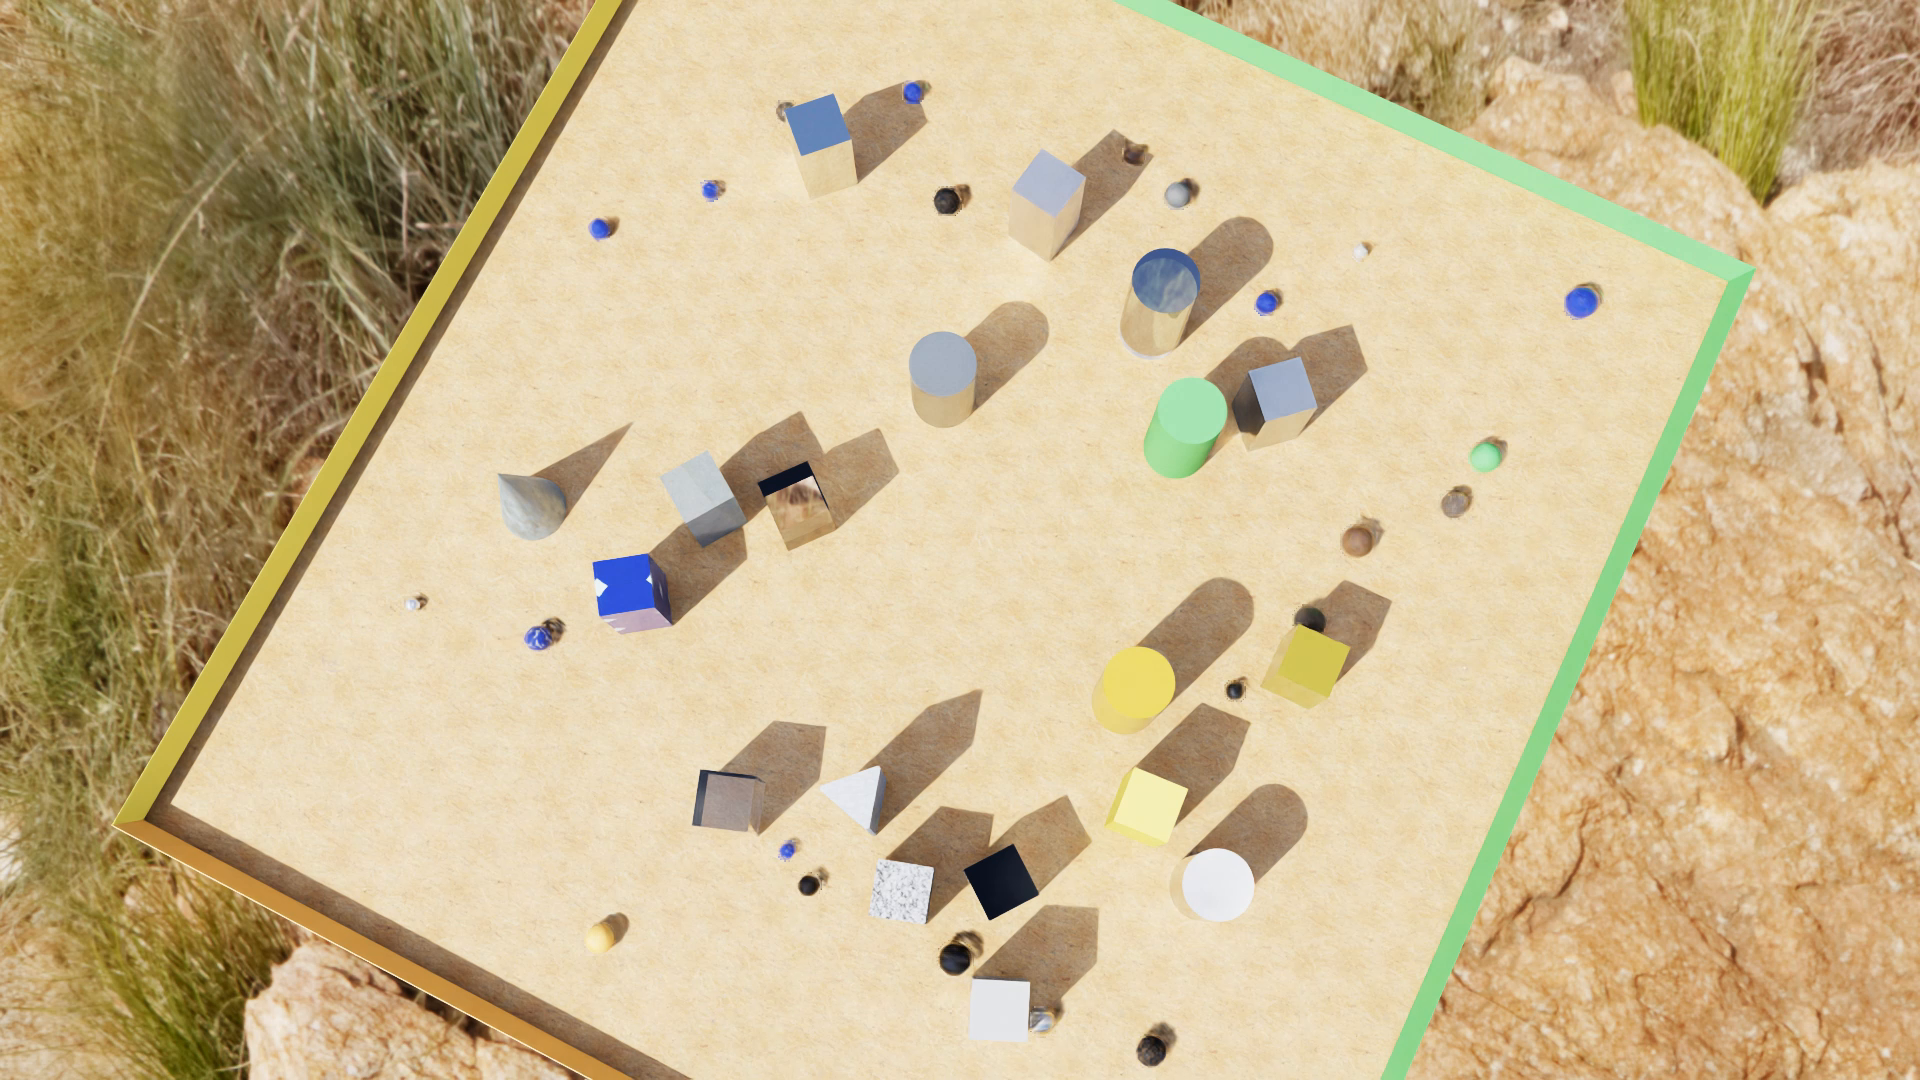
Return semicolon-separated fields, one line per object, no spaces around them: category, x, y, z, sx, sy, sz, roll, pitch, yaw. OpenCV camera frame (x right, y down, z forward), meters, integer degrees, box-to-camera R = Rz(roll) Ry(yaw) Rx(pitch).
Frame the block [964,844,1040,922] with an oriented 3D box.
block;0.117;0.989;5.283;0.160;0.253;0.160;-27;80;-5

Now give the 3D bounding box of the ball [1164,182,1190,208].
ball;0.689;-1.093;5.801;0.083;0.083;0.083;0;78;0

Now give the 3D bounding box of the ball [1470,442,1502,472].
ball;1.613;-0.253;5.622;0.092;0.092;0.092;0;78;0

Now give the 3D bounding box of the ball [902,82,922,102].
ball;-0.152;-1.438;5.882;0.063;0.063;0.063;0;78;0

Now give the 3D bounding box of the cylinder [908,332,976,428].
cylinder;-0.050;-0.480;5.537;0.200;0.351;0.200;0;78;0

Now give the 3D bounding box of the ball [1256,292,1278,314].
ball;0.960;-0.742;5.735;0.068;0.068;0.068;0;78;0

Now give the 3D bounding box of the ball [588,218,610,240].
ball;-1.140;-0.982;5.786;0.067;0.067;0.067;0;78;0

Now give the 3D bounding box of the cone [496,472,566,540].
cone;-1.310;-0.143;5.410;0.200;0.462;0.200;0;78;0

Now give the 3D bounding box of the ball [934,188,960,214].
ball;-0.040;-1.072;5.794;0.086;0.086;0.086;0;78;0

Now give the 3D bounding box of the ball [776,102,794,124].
ball;-0.555;-1.369;5.865;0.068;0.068;0.068;0;78;0

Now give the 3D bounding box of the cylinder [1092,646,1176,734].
cylinder;0.495;0.440;5.292;0.200;0.458;0.200;0;78;0

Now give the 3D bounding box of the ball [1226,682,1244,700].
ball;0.823;0.454;5.494;0.055;0.055;0.055;0;78;0

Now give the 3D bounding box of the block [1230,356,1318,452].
block;0.942;-0.404;5.518;0.160;0.358;0.160;-16;79;-3

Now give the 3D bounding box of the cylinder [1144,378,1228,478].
cylinder;0.667;-0.329;5.468;0.200;0.424;0.200;0;78;0

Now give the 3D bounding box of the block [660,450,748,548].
block;-0.759;-0.118;5.459;0.160;0.356;0.160;-30;80;-6

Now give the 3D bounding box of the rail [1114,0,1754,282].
rail;0.822;-1.603;5.881;3.639;0.130;0.045;26;80;5

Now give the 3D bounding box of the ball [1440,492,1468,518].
ball;1.510;-0.106;5.596;0.083;0.083;0.083;0;78;0

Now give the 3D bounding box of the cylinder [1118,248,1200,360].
cylinder;0.598;-0.707;5.534;0.200;0.449;0.200;0;78;0

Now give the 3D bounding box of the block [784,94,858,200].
block;-0.429;-1.218;5.694;0.160;0.343;0.160;-20;79;-4

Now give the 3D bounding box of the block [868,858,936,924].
block;-0.165;1.013;5.271;0.160;0.266;0.160;9;78;2

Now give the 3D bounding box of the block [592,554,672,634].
block;-0.963;0.162;5.410;0.160;0.340;0.160;-9;78;-2

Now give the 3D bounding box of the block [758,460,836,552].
block;-0.485;-0.099;5.486;0.160;0.296;0.160;-24;79;-5

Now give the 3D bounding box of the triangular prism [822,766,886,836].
triangular prism;-0.270;0.723;5.244;0.173;0.437;0.150;40;81;8

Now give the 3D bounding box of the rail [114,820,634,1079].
rail;-0.822;1.617;5.214;3.639;0.130;0.045;26;80;5

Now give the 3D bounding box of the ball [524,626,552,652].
ball;-1.270;0.297;5.515;0.079;0.079;0.079;0;78;0

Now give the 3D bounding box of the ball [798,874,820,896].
ball;-0.444;1.014;5.374;0.063;0.063;0.063;0;78;0

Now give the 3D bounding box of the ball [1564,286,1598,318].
ball;1.941;-0.742;5.719;0.100;0.100;0.100;0;78;0

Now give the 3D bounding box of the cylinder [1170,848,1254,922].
cylinder;0.716;0.990;5.242;0.200;0.332;0.200;0;78;0

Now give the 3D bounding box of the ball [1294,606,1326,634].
ball;1.052;0.248;5.516;0.097;0.097;0.097;0;78;0

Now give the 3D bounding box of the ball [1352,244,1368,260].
ball;1.263;-0.909;5.781;0.046;0.046;0.046;0;78;0

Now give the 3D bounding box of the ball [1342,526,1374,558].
ball;1.208;0.005;5.566;0.098;0.098;0.098;0;78;0

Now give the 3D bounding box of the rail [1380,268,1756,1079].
rail;1.606;0.793;5.385;0.045;0.130;3.725;26;80;5

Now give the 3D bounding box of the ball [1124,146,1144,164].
ball;0.552;-1.227;5.839;0.061;0.061;0.061;0;78;0

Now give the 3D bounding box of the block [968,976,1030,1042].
block;0.108;1.321;5.174;0.160;0.331;0.160;3;78;1

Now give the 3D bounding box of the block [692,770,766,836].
block;-0.668;0.765;5.319;0.160;0.274;0.160;7;78;1

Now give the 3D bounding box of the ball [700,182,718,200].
ball;-0.795;-1.109;5.818;0.055;0.055;0.055;0;78;0

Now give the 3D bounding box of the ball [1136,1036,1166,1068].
ball;0.549;1.470;5.267;0.088;0.088;0.088;0;78;0

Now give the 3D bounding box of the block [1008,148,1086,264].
block;0.263;-1.023;5.635;0.160;0.380;0.160;35;80;7

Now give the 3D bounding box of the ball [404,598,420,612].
ball;-1.660;0.198;5.552;0.046;0.046;0.046;0;78;0

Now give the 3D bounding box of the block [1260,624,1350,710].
block;1.011;0.376;5.383;0.160;0.305;0.160;25;79;5

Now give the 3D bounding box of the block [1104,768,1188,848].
block;0.530;0.773;5.270;0.160;0.365;0.160;22;79;4

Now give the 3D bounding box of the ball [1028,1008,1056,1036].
ball;0.236;1.389;5.289;0.078;0.078;0.078;0;78;0

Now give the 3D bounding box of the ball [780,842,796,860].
ball;-0.509;0.917;5.403;0.047;0.047;0.047;0;78;0

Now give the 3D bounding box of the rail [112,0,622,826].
rail;-1.606;-0.780;5.711;0.045;0.130;3.725;26;80;5

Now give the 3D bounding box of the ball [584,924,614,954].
ball;-1.049;1.161;5.333;0.085;0.085;0.085;0;78;0

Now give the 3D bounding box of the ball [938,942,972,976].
ball;-0.015;1.216;5.316;0.096;0.096;0.096;0;78;0
